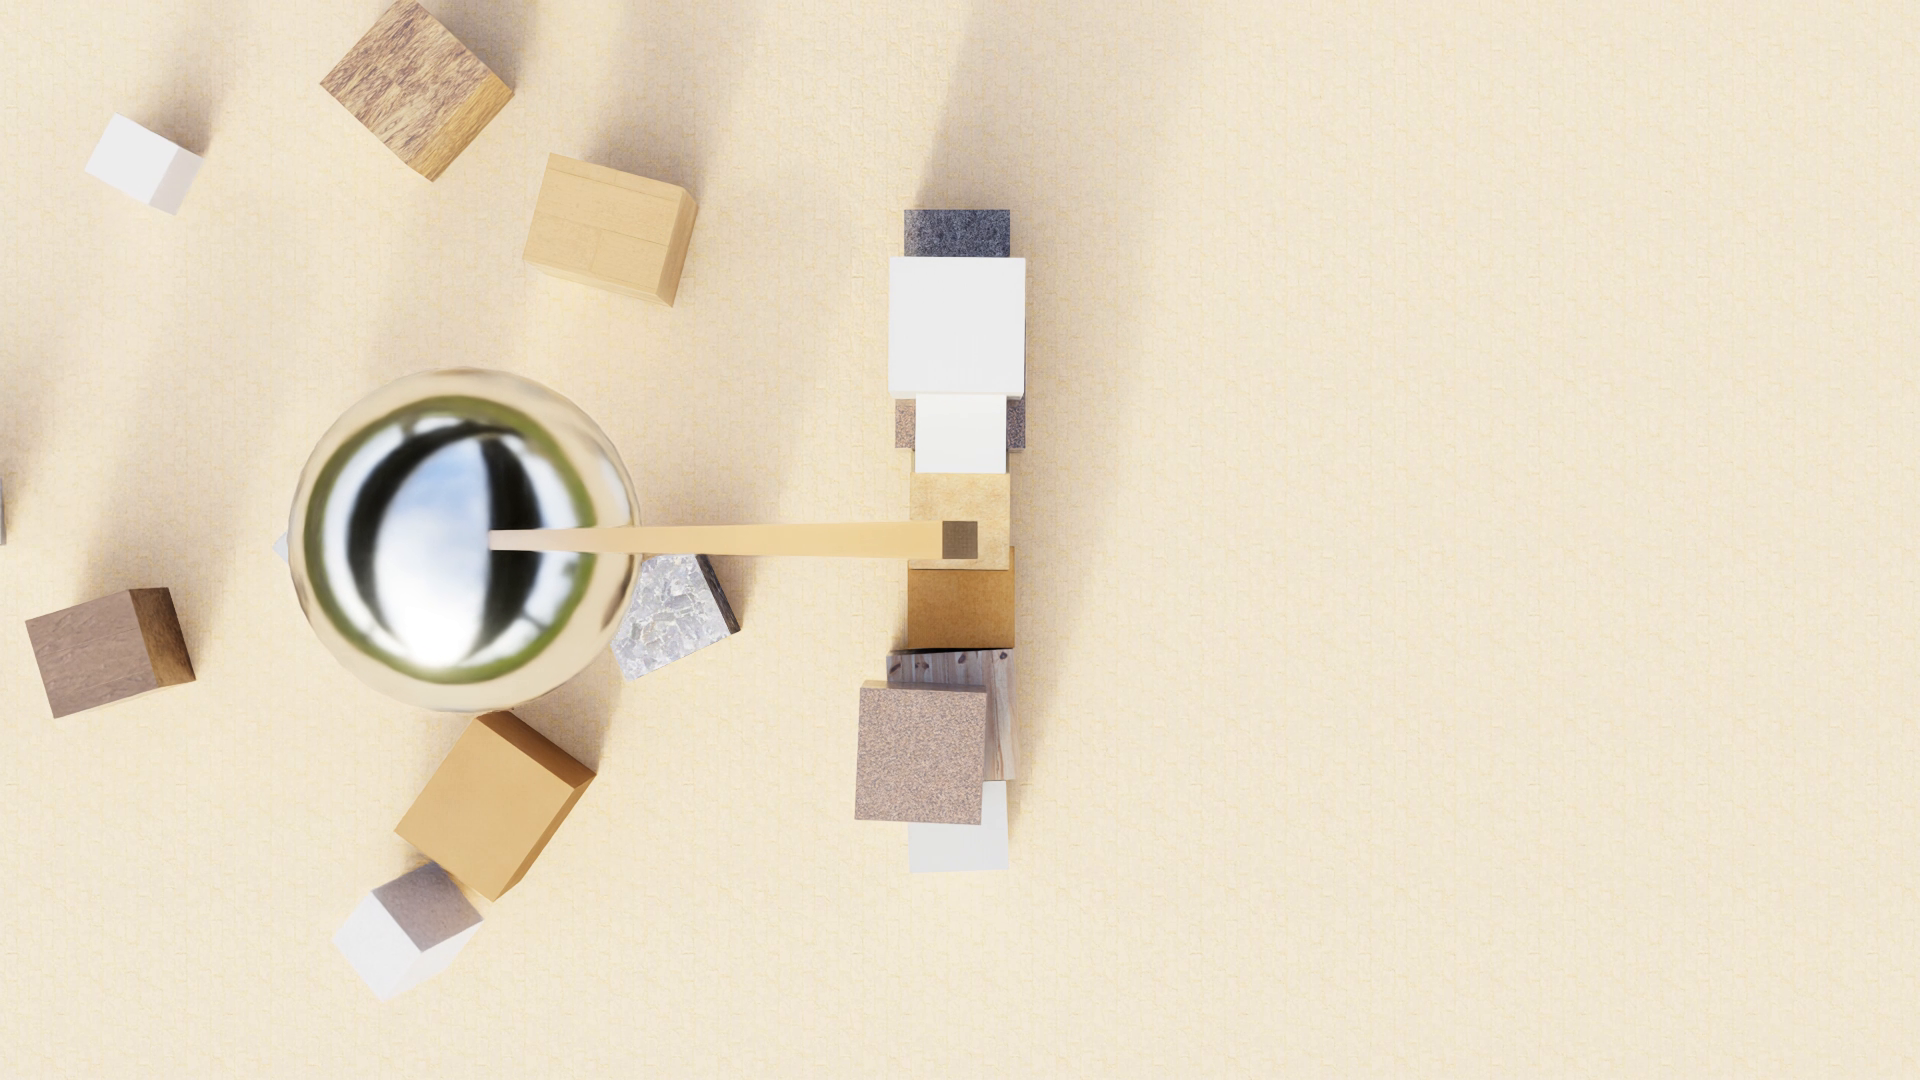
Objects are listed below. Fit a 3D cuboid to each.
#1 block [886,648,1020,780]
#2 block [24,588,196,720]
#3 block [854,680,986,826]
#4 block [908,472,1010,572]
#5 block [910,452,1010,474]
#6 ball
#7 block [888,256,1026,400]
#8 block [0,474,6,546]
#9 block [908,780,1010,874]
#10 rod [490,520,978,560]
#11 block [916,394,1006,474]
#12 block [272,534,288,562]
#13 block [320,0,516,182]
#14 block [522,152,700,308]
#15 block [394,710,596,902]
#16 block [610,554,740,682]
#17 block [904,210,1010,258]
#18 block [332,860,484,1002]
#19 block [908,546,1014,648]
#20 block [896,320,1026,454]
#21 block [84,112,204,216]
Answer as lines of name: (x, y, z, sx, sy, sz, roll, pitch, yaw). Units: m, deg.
block: (-0.038, 0.996, 12.669, 0.718, 0.663, 0.730, -3, 90, 0)
block: (-4.890, 0.644, 12.689, 0.613, 0.622, 0.580, -17, 90, 0)
block: (-0.210, 1.151, 12.014, 0.675, 0.646, 0.705, 2, 90, 0)
block: (-0.003, -0.095, 12.166, 0.543, 0.520, 0.518, 1, 88, 0)
block: (0.000, -0.238, 12.747, 0.559, 0.506, 0.531, 0, 90, 0)
ball: (-2.265, 0.000, 10.119, 1.600, 1.600, 1.600, 0, 90, 0)
block: (-0.017, -1.137, 11.923, 0.714, 0.657, 0.707, 1, 90, 0)
block: (-5.991, -0.215, 12.722, 0.670, 0.556, 0.554, -5, 90, 0)
block: (-0.013, 1.618, 12.698, 0.562, 0.604, 0.500, -2, 90, 0)
rod: (-0.982, 0.000, 6.971, 0.080, 5.200, 0.080, 0, 90, -22)
block: (0.004, -0.573, 12.047, 0.485, 0.408, 0.421, 1, 90, 0)
block: (-3.419, 0.037, 12.652, 0.616, 0.696, 0.615, 45, 90, 0)
block: (-3.117, -2.600, 12.686, 0.673, 0.629, 0.715, 43, 90, 0)
block: (-1.995, -1.768, 12.639, 0.773, 0.721, 0.618, 15, 90, 0)
block: (-2.649, 1.503, 12.615, 0.683, 0.770, 0.778, 36, 90, 0)
block: (-1.706, 0.407, 12.703, 0.643, 0.595, 0.580, -25, 90, 0)
block: (-0.017, -1.550, 12.686, 0.597, 0.628, 0.619, 0, 90, 0)
block: (-3.161, 2.238, 12.608, 0.465, 0.545, 0.478, 47, 118, 12)
block: (0.006, 0.323, 12.711, 0.606, 0.578, 0.572, 0, 90, 0)
block: (0.002, -0.871, 12.626, 0.726, 0.749, 0.718, 0, 90, 0)
block: (-4.735, -2.181, 12.783, 0.416, 0.433, 0.380, 28, 90, 0)
